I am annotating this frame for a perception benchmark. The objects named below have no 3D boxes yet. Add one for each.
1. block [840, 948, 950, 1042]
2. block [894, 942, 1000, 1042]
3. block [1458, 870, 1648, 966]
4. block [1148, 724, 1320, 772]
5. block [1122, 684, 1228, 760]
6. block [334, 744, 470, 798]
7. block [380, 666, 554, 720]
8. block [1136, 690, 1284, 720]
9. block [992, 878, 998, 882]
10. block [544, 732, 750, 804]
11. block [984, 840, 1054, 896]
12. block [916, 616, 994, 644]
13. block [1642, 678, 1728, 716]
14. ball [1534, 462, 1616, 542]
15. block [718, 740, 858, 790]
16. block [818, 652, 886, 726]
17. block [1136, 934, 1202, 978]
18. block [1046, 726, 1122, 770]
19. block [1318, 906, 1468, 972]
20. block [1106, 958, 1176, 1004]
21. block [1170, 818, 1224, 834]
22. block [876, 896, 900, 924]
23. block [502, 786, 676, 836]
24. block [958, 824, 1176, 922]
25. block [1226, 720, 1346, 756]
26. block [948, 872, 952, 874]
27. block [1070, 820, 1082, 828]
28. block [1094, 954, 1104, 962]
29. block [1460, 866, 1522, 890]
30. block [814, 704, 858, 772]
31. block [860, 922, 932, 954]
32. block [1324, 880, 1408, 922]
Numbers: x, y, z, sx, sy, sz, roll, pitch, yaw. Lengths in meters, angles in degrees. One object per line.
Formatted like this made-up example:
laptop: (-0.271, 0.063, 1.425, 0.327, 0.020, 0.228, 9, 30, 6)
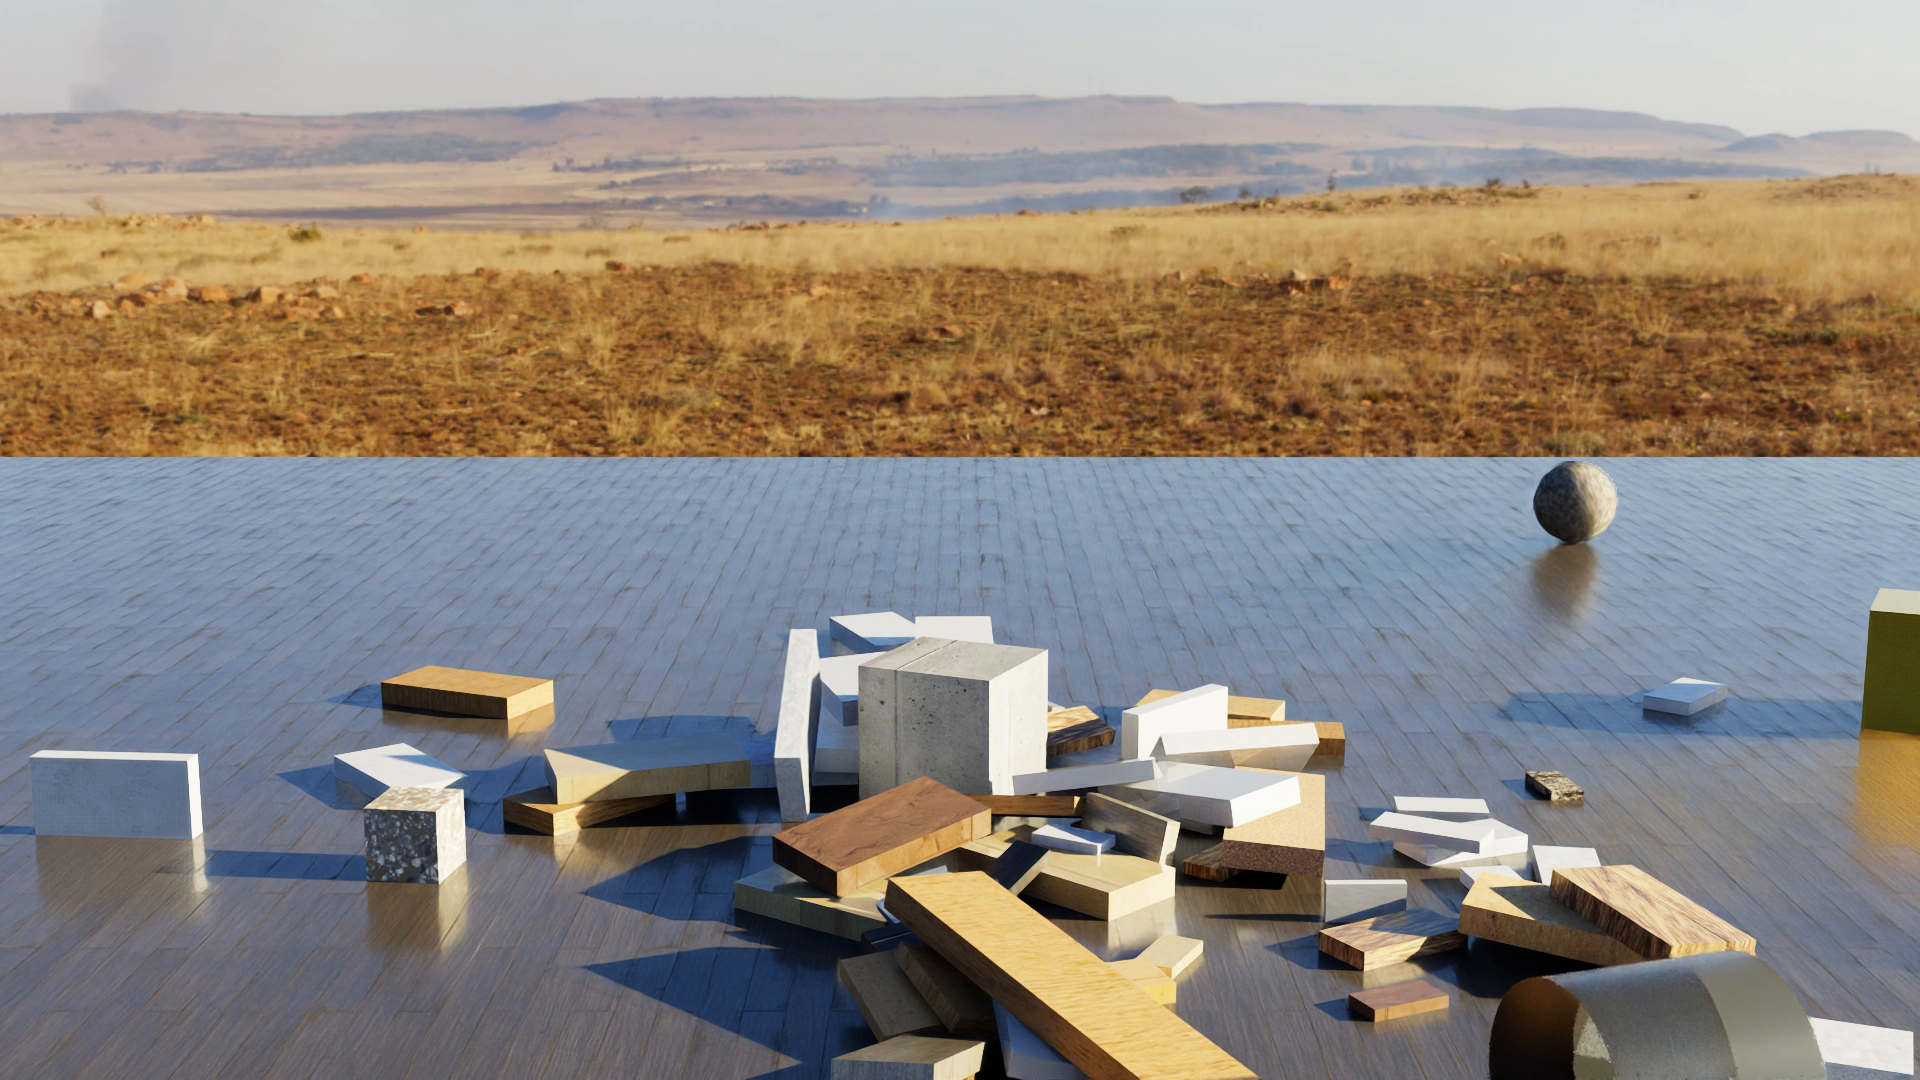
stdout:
block: (-0.094, 0.652, 3.129, 0.098, 0.028, 0.195, -8, 25, -20)
block: (-0.009, 0.640, 3.117, 0.098, 0.028, 0.195, 19, 13, -33)
block: (0.959, 0.598, 3.413, 0.336, 0.048, 0.168, 10, 14, 22)
block: (0.517, 0.418, 4.218, 0.309, 0.044, 0.154, -3, -33, -14)
block: (0.427, 0.387, 4.362, 0.042, 0.147, 0.293, 9, 14, 41)
block: (-1.085, 0.458, 4.266, 0.147, 0.042, 0.293, -8, 13, -37)
block: (-1.097, 0.338, 4.896, 0.339, 0.048, 0.170, 5, 12, 24)
block: (0.539, 0.371, 4.734, 0.293, 0.042, 0.147, 4, 11, 19)
block: (0.011, 0.589, 3.525, 0.075, 0.021, 0.149, -3, 20, 13)
block: (-0.591, 0.429, 4.148, 0.359, 0.051, 0.180, -4, 13, -18)
block: (0.078, 0.556, 3.630, 0.075, 0.021, 0.149, 10, 39, 43)
block: (-0.009, 0.302, 4.943, 0.180, 0.051, 0.740, 0, 14, -1)
block: (1.614, 0.348, 4.892, 0.104, 0.030, 0.209, 9, 14, 40)
ball: (1.899, -0.115, 6.790, 0.247, 0.247, 0.247, 0, 11, 0)
block: (-0.375, 0.441, 4.340, 0.334, 0.047, 0.167, -1, 11, -7)
block: (-0.196, 0.304, 4.532, 0.180, 0.051, 0.359, -5, 12, -16)
block: (0.318, 0.637, 3.365, 0.064, 0.018, 0.129, 5, 12, 27)
block: (0.312, 0.429, 4.421, 0.147, 0.042, 0.293, 9, 14, 39)
block: (0.676, 0.620, 3.425, 0.212, 0.030, 0.106, -6, 12, -30)
block: (0.197, 0.658, 3.223, 0.212, 0.030, 0.106, -4, 11, -19)
block: (0.423, 0.512, 4.039, 0.134, 0.019, 0.067, 8, 13, 37)
block: (-0.055, 0.589, 3.389, 0.076, 0.022, 0.152, -34, 46, -19)
block: (-0.692, 0.485, 4.121, 0.147, 0.042, 0.293, 9, 14, 40)
block: (0.177, 0.558, 3.712, 0.338, 0.048, 0.169, 10, 14, 43)
block: (0.666, 0.408, 4.553, 0.251, 0.036, 0.126, 1, 11, 7)
block: (-0.013, 0.587, 3.465, 0.075, 0.021, 0.149, 5, 36, 24)
block: (0.267, 0.506, 3.950, 0.067, 0.019, 0.134, 0, 8, 43)
block: (0.112, 0.617, 3.277, 0.106, 0.030, 0.212, -6, 12, -30)
block: (0.900, 0.581, 3.654, 0.083, 0.023, 0.166, -1, 11, -8)
block: (-0.242, 0.390, 4.358, 0.167, 0.047, 0.334, 1, 11, 4)
block: (-0.058, 0.630, 3.258, 0.098, 0.028, 0.195, -10, 26, -28)
block: (0.652, 0.581, 3.539, 0.130, 0.065, 0.018, 0, 11, -1)
